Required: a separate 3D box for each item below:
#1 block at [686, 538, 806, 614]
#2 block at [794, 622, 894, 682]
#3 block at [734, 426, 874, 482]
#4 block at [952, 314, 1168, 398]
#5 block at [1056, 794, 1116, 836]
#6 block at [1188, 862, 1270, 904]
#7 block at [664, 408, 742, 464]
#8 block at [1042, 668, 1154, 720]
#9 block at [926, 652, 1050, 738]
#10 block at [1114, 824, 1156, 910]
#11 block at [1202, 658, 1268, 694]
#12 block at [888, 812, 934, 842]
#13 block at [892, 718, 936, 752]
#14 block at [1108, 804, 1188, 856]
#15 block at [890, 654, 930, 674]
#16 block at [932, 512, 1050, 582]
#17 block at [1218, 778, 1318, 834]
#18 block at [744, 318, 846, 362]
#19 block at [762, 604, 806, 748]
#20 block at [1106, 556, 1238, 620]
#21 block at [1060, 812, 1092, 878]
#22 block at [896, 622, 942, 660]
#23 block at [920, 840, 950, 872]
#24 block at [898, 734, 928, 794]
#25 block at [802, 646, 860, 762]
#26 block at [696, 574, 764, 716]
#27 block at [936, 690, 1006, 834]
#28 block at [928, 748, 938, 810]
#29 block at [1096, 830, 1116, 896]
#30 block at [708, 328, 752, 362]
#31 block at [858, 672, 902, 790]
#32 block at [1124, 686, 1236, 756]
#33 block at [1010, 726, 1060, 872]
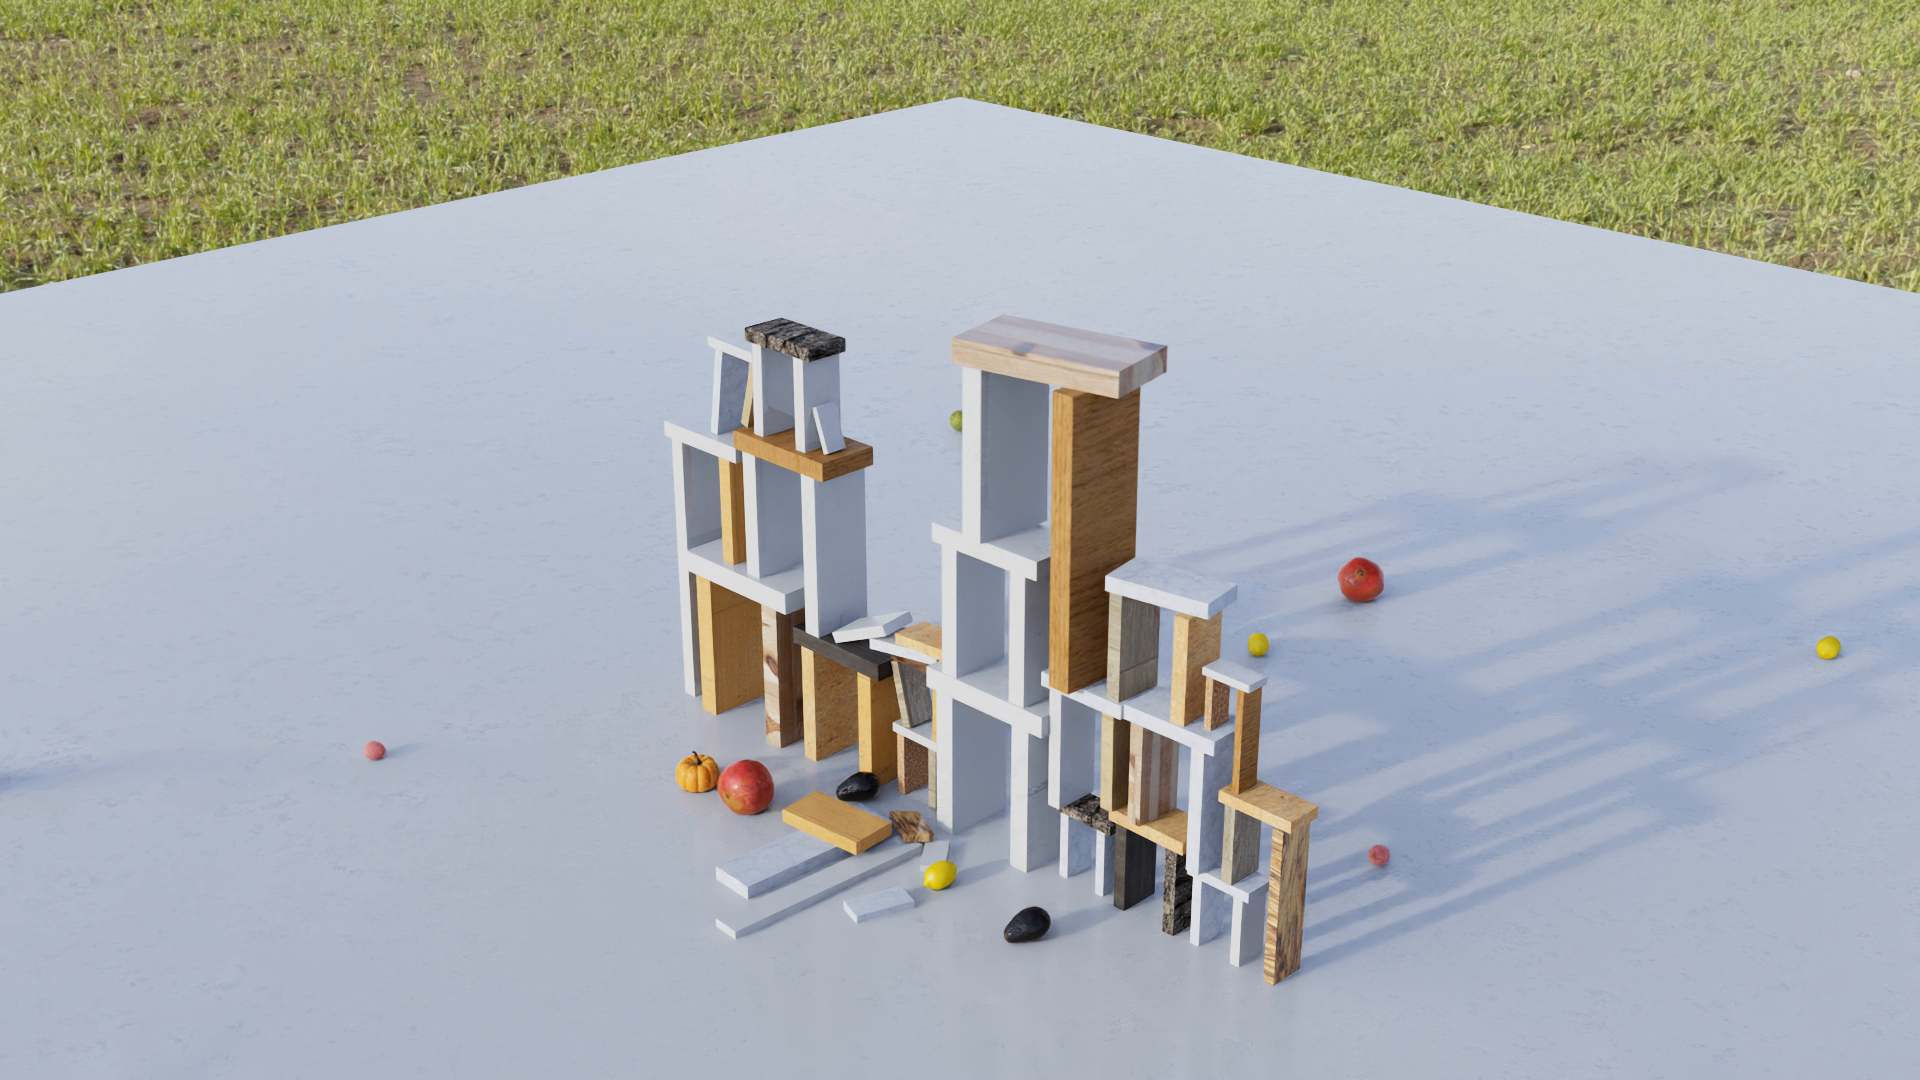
[{"bbox_3d":[-0.419,0.067,4.711,0.326,0.046,0.163,21,31,41],"label":"block"},{"bbox_3d":[-0.210,0.215,4.544,0.130,0.037,0.259,-21,31,-41],"label":"block"},{"bbox_3d":[-0.322,-0.190,4.500,0.275,0.039,0.138,21,31,41],"label":"block"},{"bbox_3d":[0.176,-0.329,3.913,0.344,0.049,0.172,15,27,31],"label":"block"},{"bbox_3d":[0.256,0.516,4.168,0.069,0.020,0.138,-21,31,-40],"label":"block"},{"bbox_3d":[0.485,0.605,3.953,0.070,0.020,0.139,-21,31,-40],"label":"block"},{"bbox_3d":[-0.508,-0.224,4.684,0.238,0.034,0.119,21,31,41],"label":"block"},{"bbox_3d":[0.256,0.271,4.057,0.099,0.028,0.197,-21,31,-40],"label":"block"},{"bbox_3d":[0.097,0.287,4.245,0.306,0.043,0.153,21,31,41],"label":"block"},{"bbox_3d":[0.329,0.597,4.123,0.090,0.179,0.025,-21,31,-41],"label":"block"},{"bbox_3d":[0.476,0.234,3.807,0.051,0.015,0.103,-21,31,-40],"label":"block"},{"bbox_3d":[-0.097,0.569,4.369,0.059,0.017,0.119,2,14,-17],"label":"block"},{"bbox_3d":[-0.064,0.390,4.464,0.069,0.020,0.138,-21,31,-40],"label":"block"},{"bbox_3d":[0.371,0.520,4.044,0.090,0.025,0.179,-21,31,-40],"label":"block"},{"bbox_3d":[-0.066,0.238,4.407,0.070,0.020,0.140,-20,29,-39],"label":"block"},{"bbox_3d":[0.090,0.002,4.123,0.269,0.038,0.135,21,31,40],"label":"block"},{"bbox_3d":[0.538,0.460,3.837,0.079,0.022,0.158,-21,31,-40],"label":"block"},{"bbox_3d":[-0.332,-0.403,4.417,0.098,0.028,0.195,-21,31,-41],"label":"block"},{"bbox_3d":[-0.343,0.268,4.713,0.046,0.326,0.163,21,31,41],"label":"block"},{"bbox_3d":[0.372,0.084,3.873,0.208,0.029,0.104,16,28,32],"label":"block"},{"bbox_3d":[0.223,0.575,4.229,0.069,0.138,0.020,-21,31,-40],"label":"block"},{"bbox_3d":[-0.044,0.203,4.366,0.081,0.023,0.161,-21,27,-40],"label":"block"},{"bbox_3d":[-0.049,0.617,4.290,0.048,0.014,0.096,2,23,5],"label":"block"},{"bbox_3d":[-0.097,0.449,4.525,0.069,0.138,0.020,-21,31,-40],"label":"block"},{"bbox_3d":[-0.271,0.327,4.658,0.037,0.259,0.130,21,31,41],"label":"block"},{"bbox_3d":[-0.496,0.208,4.854,0.046,0.326,0.163,21,31,41],"label":"block"},{"bbox_3d":[0.024,0.420,4.380,0.043,0.306,0.153,21,31,41],"label":"block"},{"bbox_3d":[-0.032,0.475,4.465,0.069,0.138,0.020,-21,31,-40],"label":"block"},{"bbox_3d":[0.288,0.601,4.169,0.069,0.138,0.020,-21,31,-40],"label":"block"},{"bbox_3d":[-0.444,-0.400,4.531,0.076,0.021,0.151,-19,30,-38],"label":"block"},{"bbox_3d":[-0.149,0.375,4.545,0.037,0.259,0.130,21,31,41],"label":"block"},{"bbox_3d":[0.403,0.322,3.919,0.204,0.029,0.102,21,31,40],"label":"block"},{"bbox_3d":[0.168,0.476,4.248,0.153,0.306,0.043,-21,31,-40],"label":"block"}]
